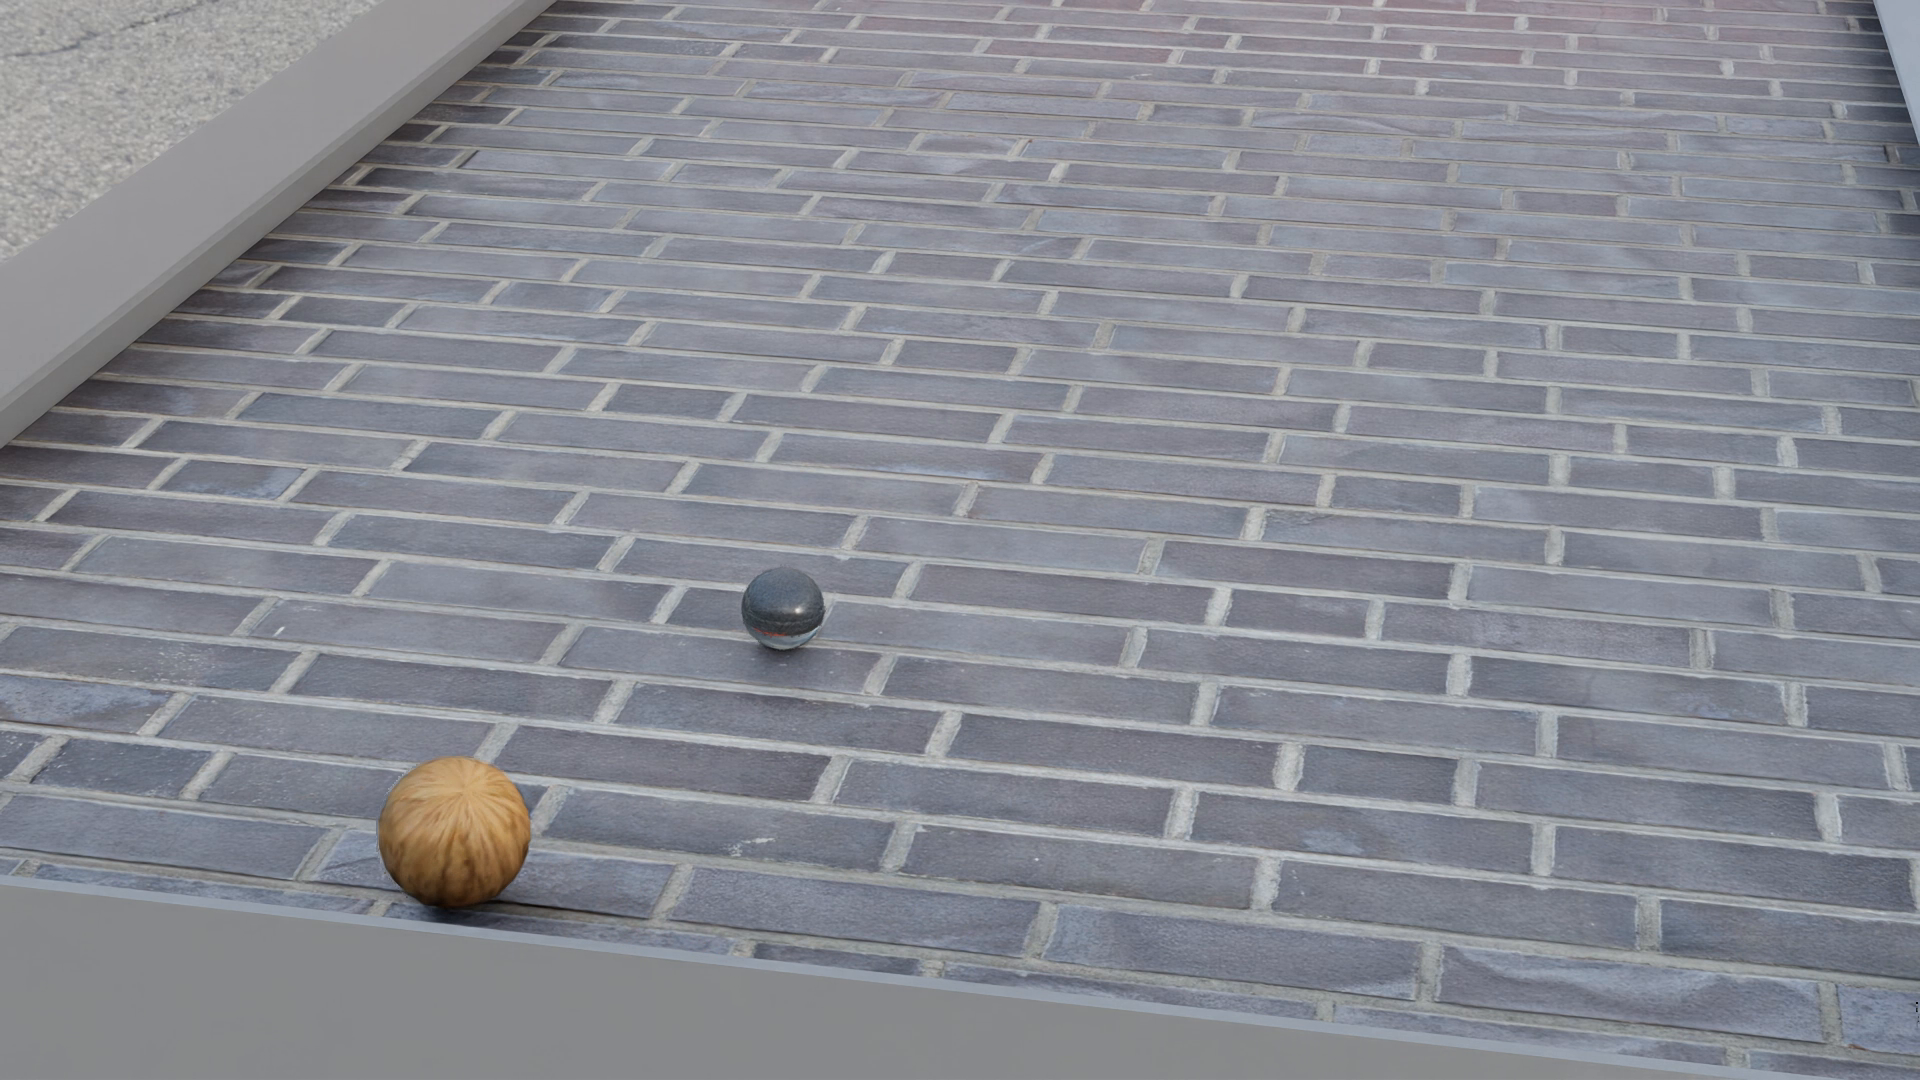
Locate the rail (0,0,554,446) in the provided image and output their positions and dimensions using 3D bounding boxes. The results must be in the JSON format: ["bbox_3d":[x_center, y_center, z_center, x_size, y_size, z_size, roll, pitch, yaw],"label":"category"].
[{"bbox_3d":[-0.565,-0.358,2.603,0.045,0.126,2.589,5,26,10],"label":"rail"}]

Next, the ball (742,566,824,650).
[{"bbox_3d":[-0.111,0.043,1.839,0.052,0.052,0.052,0,25,0],"label":"ball"}]

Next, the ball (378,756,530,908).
[{"bbox_3d":[-0.269,0.156,1.566,0.080,0.080,0.080,0,25,0],"label":"ball"}]

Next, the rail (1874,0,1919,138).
[{"bbox_3d":[0.817,-0.241,2.355,0.045,0.126,2.589,5,26,10],"label":"rail"}]

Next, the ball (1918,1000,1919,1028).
[{"bbox_3d":[0.504,0.228,1.398,0.092,0.092,0.092,0,25,0],"label":"ball"}]

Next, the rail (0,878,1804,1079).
[{"bbox_3d":[-0.121,0.231,1.351,1.456,0.126,0.045,5,26,10],"label":"rail"}]
